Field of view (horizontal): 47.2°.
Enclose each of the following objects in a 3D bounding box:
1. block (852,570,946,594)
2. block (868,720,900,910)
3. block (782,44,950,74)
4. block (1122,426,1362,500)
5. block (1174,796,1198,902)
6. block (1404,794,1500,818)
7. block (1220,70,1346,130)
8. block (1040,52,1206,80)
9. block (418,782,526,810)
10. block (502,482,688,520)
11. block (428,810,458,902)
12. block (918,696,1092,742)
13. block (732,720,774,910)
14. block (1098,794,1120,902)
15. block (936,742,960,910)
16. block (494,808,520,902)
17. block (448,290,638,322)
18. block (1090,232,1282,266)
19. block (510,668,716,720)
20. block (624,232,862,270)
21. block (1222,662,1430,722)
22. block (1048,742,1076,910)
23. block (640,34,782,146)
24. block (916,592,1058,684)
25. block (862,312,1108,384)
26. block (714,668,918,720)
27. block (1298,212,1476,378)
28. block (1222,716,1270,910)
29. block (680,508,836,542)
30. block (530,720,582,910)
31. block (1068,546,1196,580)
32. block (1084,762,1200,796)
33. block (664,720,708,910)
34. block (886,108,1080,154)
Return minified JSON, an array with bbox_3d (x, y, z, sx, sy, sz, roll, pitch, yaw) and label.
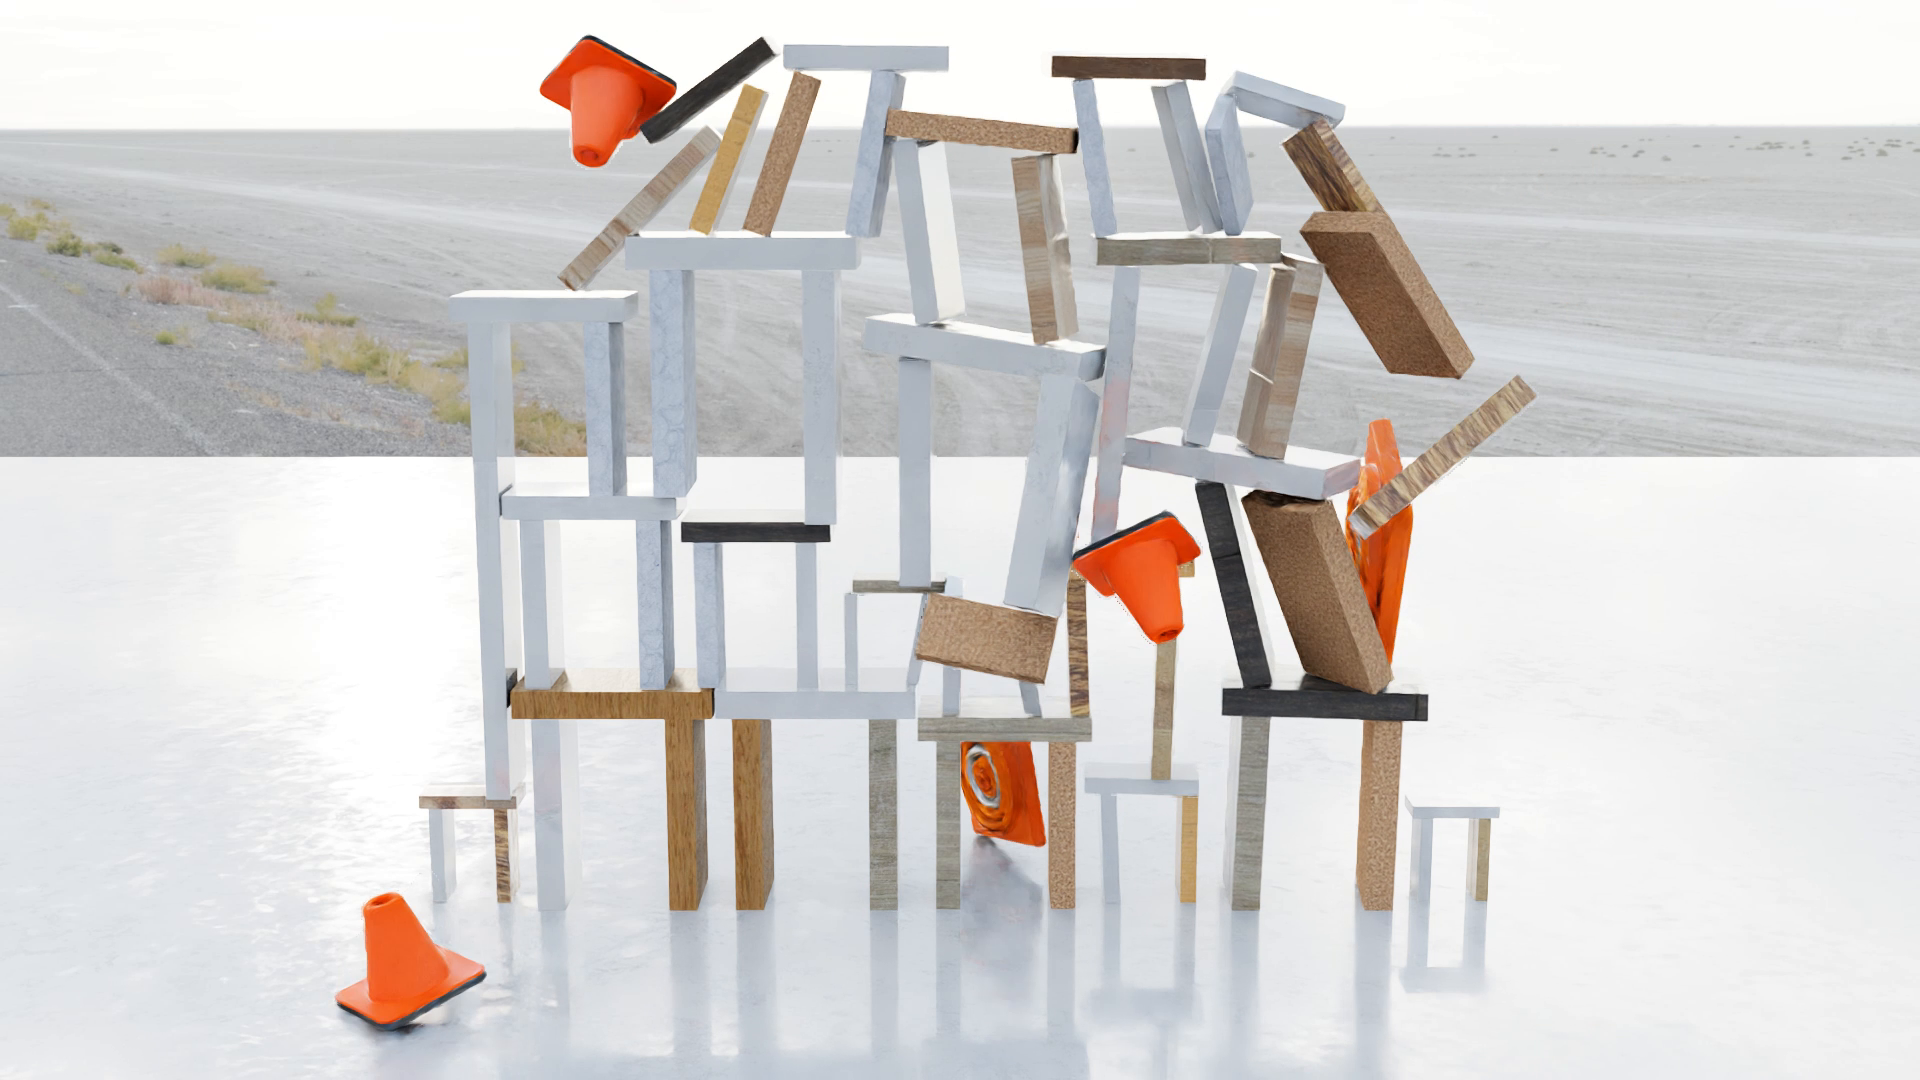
[{"bbox_3d":[-0.098,0.069,3.573,0.149,0.021,0.075,1,11,1],"label":"block"},{"bbox_3d":[-0.124,0.432,3.640,0.046,0.322,0.161,0,11,0],"label":"block"},{"bbox_3d":[-0.144,-0.749,3.424,0.255,0.036,0.127,0,9,-1],"label":"block"},{"bbox_3d":[0.449,-0.125,3.505,0.336,0.048,0.168,11,14,28],"label":"block"},{"bbox_3d":[0.376,0.497,3.656,0.026,0.186,0.093,0,10,0],"label":"block"},{"bbox_3d":[0.814,0.440,3.641,0.142,0.020,0.071,0,11,0],"label":"block"},{"bbox_3d":[0.494,-0.670,3.383,0.180,0.025,0.090,16,-9,-6],"label":"block"},{"bbox_3d":[0.253,-0.737,3.419,0.240,0.034,0.120,0,15,-5],"label":"block"},{"bbox_3d":[-0.805,0.422,3.634,0.160,0.023,0.080,0,11,0],"label":"block"},{"bbox_3d":[-0.587,-0.063,3.551,0.276,0.039,0.138,0,11,0],"label":"block"},{"bbox_3d":[-0.859,0.512,3.651,0.023,0.160,0.080,0,11,0],"label":"block"},{"bbox_3d":[0.074,0.293,3.613,0.282,0.040,0.141,0,11,1],"label":"block"},{"bbox_3d":[-0.341,0.431,3.641,0.046,0.322,0.161,0,11,1],"label":"block"},{"bbox_3d":[0.248,0.497,3.655,0.026,0.186,0.093,-3,10,1],"label":"block"},{"bbox_3d":[-0.019,0.452,3.639,0.040,0.282,0.141,0,10,0],"label":"block"},{"bbox_3d":[-0.752,0.512,3.651,0.023,0.160,0.080,0,11,0],"label":"block"},{"bbox_3d":[-0.659,-0.371,3.493,0.275,0.039,0.137,0,11,1],"label":"block"},{"bbox_3d":[0.353,-0.462,3.480,0.286,0.041,0.143,-1,12,-1],"label":"block"},{"bbox_3d":[-0.559,0.251,3.606,0.322,0.046,0.161,0,11,0],"label":"block"},{"bbox_3d":[-0.338,-0.458,3.480,0.356,0.050,0.178,0,11,0],"label":"block"},{"bbox_3d":[0.592,0.247,3.590,0.326,0.046,0.163,1,11,7],"label":"block"},{"bbox_3d":[0.169,0.452,3.639,0.040,0.282,0.141,0,10,0],"label":"block"},{"bbox_3d":[-0.389,-0.705,3.441,0.239,0.034,0.120,-35,10,9],"label":"block"},{"bbox_3d":[0.041,0.151,3.381,0.202,0.101,0.029,11,-20,8],"label":"block"},{"bbox_3d":[0.041,-0.303,3.459,0.348,0.049,0.174,11,11,15],"label":"block"},{"bbox_3d":[-0.232,0.251,3.607,0.322,0.046,0.161,0,11,0],"label":"block"},{"bbox_3d":[0.662,-0.379,3.405,0.043,0.306,0.153,-50,31,-19],"label":"block"},{"bbox_3d":[0.473,0.429,3.639,0.046,0.326,0.163,2,11,1],"label":"block"},{"bbox_3d":[-0.325,-0.023,3.557,0.238,0.034,0.119,0,11,0],"label":"block"},{"bbox_3d":[-0.666,0.432,3.639,0.046,0.322,0.161,0,11,0],"label":"block"},{"bbox_3d":[0.263,0.037,3.560,0.224,0.032,0.112,-1,10,1],"label":"block"},{"bbox_3d":[0.299,0.394,3.625,0.186,0.026,0.093,1,10,4],"label":"block"},{"bbox_3d":[-0.452,0.432,3.639,0.046,0.322,0.161,0,11,0],"label":"block"},{"bbox_3d":[0.037,-0.633,3.411,0.282,0.040,0.141,8,11,8],"label":"block"}]
